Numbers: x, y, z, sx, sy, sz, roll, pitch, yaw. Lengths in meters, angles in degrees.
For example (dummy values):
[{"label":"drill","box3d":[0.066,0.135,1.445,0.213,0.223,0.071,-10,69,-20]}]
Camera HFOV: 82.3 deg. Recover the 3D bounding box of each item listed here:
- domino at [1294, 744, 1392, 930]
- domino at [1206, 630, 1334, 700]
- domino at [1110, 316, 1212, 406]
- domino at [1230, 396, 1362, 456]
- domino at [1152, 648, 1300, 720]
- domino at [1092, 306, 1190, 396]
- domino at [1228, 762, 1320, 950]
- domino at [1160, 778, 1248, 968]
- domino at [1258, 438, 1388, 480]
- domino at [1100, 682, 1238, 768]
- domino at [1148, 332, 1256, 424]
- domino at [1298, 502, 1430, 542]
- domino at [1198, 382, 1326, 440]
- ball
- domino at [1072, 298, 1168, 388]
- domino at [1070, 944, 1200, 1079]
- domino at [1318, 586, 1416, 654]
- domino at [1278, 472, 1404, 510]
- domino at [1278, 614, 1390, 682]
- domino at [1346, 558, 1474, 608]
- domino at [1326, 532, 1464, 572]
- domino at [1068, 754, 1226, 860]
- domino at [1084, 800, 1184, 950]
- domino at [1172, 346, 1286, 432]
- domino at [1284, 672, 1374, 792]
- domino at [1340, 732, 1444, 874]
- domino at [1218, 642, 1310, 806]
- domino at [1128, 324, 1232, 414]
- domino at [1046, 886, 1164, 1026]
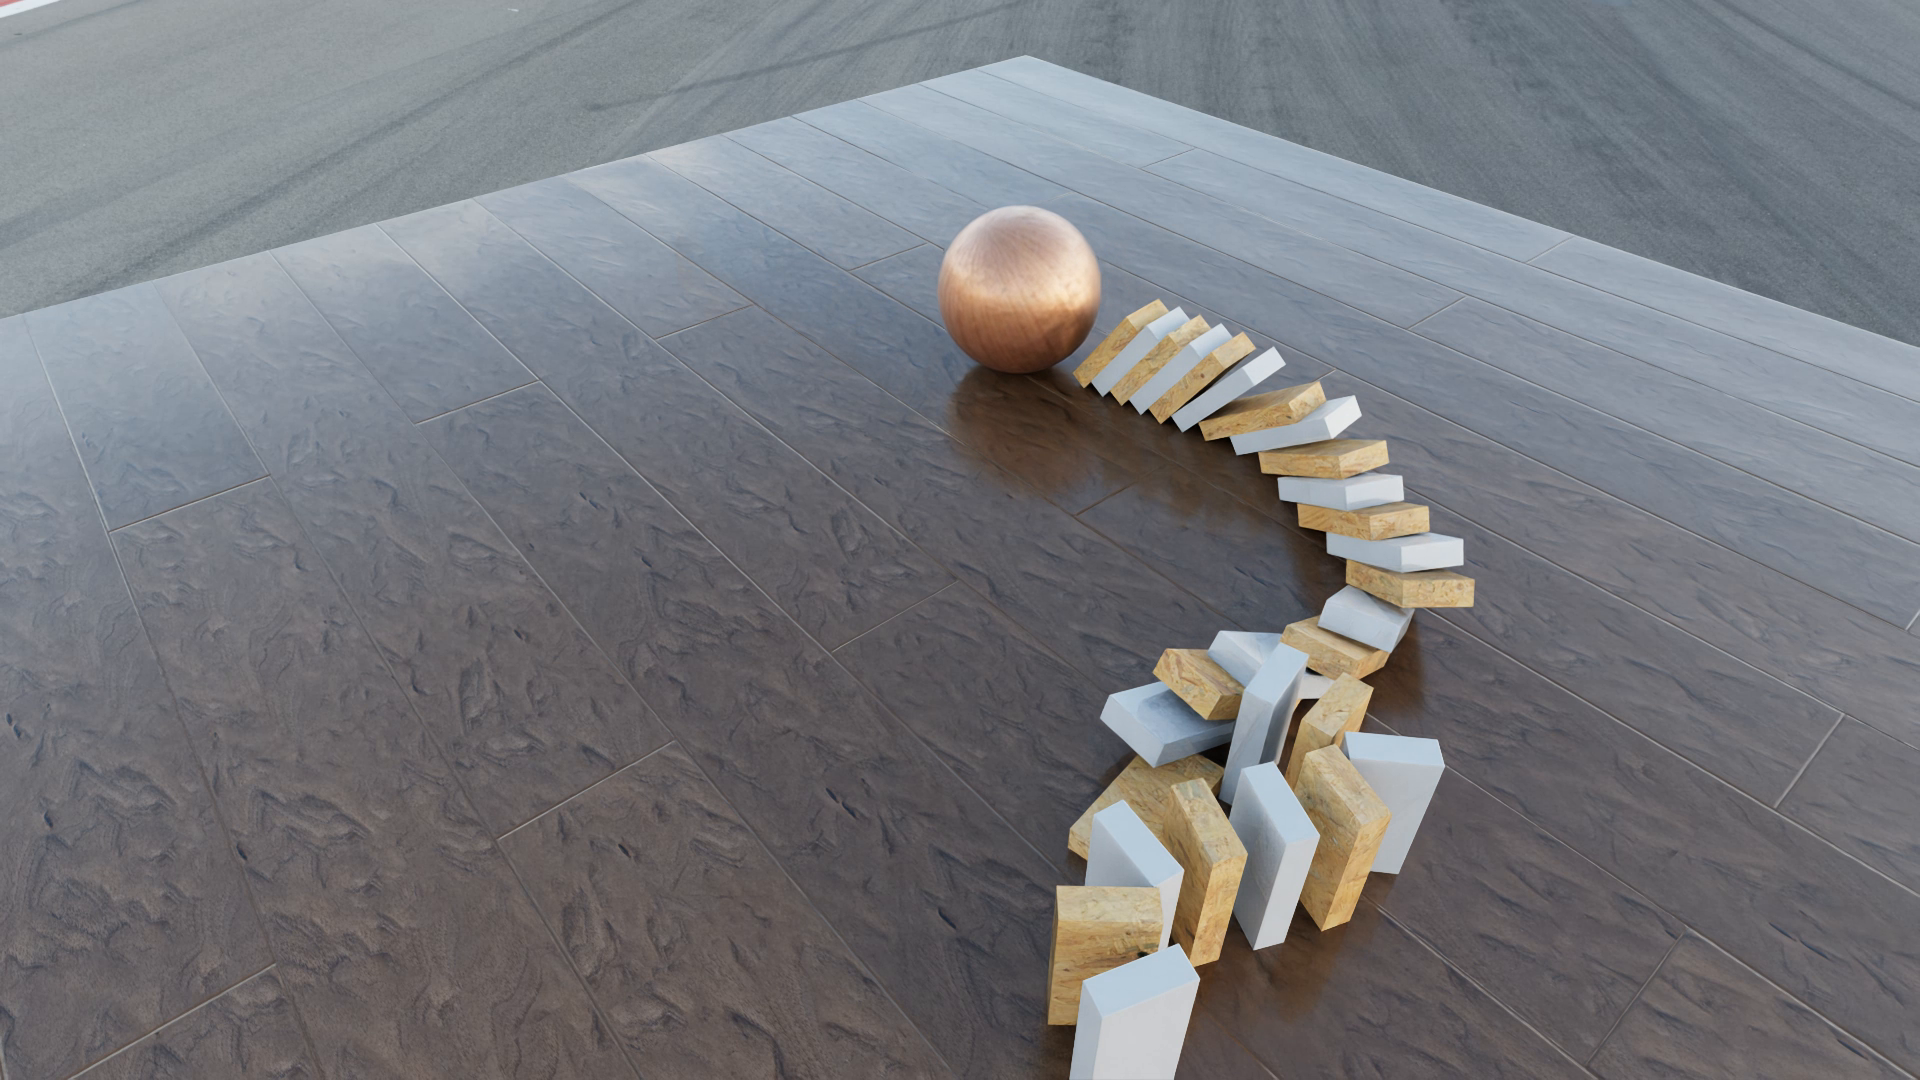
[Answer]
[{"label":"domino","box3d":[0.103,0.084,0.309,0.010,0.050,0.025,-13,41,-16]},{"label":"domino","box3d":[0.109,0.042,0.373,0.050,0.010,0.025,7,27,-43]},{"label":"domino","box3d":[0.094,-0.084,0.517,0.025,0.050,0.010,-33,84,-34]},{"label":"domino","box3d":[0.147,-0.050,0.484,0.025,0.010,0.050,-33,15,-34]},{"label":"domino","box3d":[0.090,0.048,0.365,0.050,0.009,0.025,6,26,-43]},{"label":"domino","box3d":[0.086,-0.089,0.523,0.025,0.050,0.010,-33,84,-34]},{"label":"domino","box3d":[0.084,0.088,0.304,0.009,0.050,0.025,-10,40,-12]},{"label":"domino","box3d":[0.064,0.091,0.300,0.010,0.050,0.025,-11,41,-13]},{"label":"domino","box3d":[0.154,-0.035,0.468,0.025,0.009,0.050,-18,13,-21]},{"label":"domino","box3d":[0.073,0.058,0.360,0.050,0.009,0.025,-7,35,-40]},{"label":"domino","box3d":[0.110,-0.074,0.504,0.025,0.050,0.009,-33,84,-34]},{"label":"domino","box3d":[0.158,-0.009,0.435,0.025,0.009,0.050,-9,9,-13]},{"label":"domino","box3d":[0.135,-0.057,0.492,0.025,0.010,0.050,-33,15,-34]},{"label":"ball","box3d":[0.029,-0.122,0.536,0.080,0.080,0.080,0,39,0]},{"label":"domino","box3d":[0.077,-0.094,0.529,0.025,0.050,0.009,-33,84,-34]},{"label":"domino","box3d":[0.041,0.119,0.266,0.025,0.050,0.009,-14,41,-17]},{"label":"domino","box3d":[0.145,0.027,0.391,0.025,0.010,0.050,22,13,24]},{"label":"domino","box3d":[0.155,-0.021,0.450,0.025,0.009,0.050,-11,9,-13]},{"label":"domino","box3d":[0.130,0.037,0.380,0.025,0.010,0.050,28,17,30]},{"label":"domino","box3d":[0.164,0.015,0.405,0.025,0.010,0.050,-1,8,-2]},{"label":"domino","box3d":[0.165,0.003,0.420,0.025,0.009,0.050,-7,9,-11]},{"label":"domino","box3d":[0.059,0.083,0.342,0.025,0.010,0.050,28,47,30]},{"label":"domino","box3d":[0.045,0.096,0.295,0.009,0.050,0.025,-21,44,-23]},{"label":"domino","box3d":[0.121,-0.068,0.498,0.025,0.050,0.009,-33,89,-34]},{"label":"domino","box3d":[0.108,0.066,0.331,0.010,0.050,0.025,30,48,31]},{"label":"domino","box3d":[0.119,0.077,0.318,0.025,0.050,0.009,4,40,5]},{"label":"domino","box3d":[0.094,0.058,0.340,0.009,0.050,0.025,25,46,27]},{"label":"domino","box3d":[0.102,-0.079,0.510,0.025,0.050,0.009,-33,84,-34]},{"label":"domino","box3d":[0.036,0.107,0.281,0.025,0.050,0.009,1,39,1]}]
